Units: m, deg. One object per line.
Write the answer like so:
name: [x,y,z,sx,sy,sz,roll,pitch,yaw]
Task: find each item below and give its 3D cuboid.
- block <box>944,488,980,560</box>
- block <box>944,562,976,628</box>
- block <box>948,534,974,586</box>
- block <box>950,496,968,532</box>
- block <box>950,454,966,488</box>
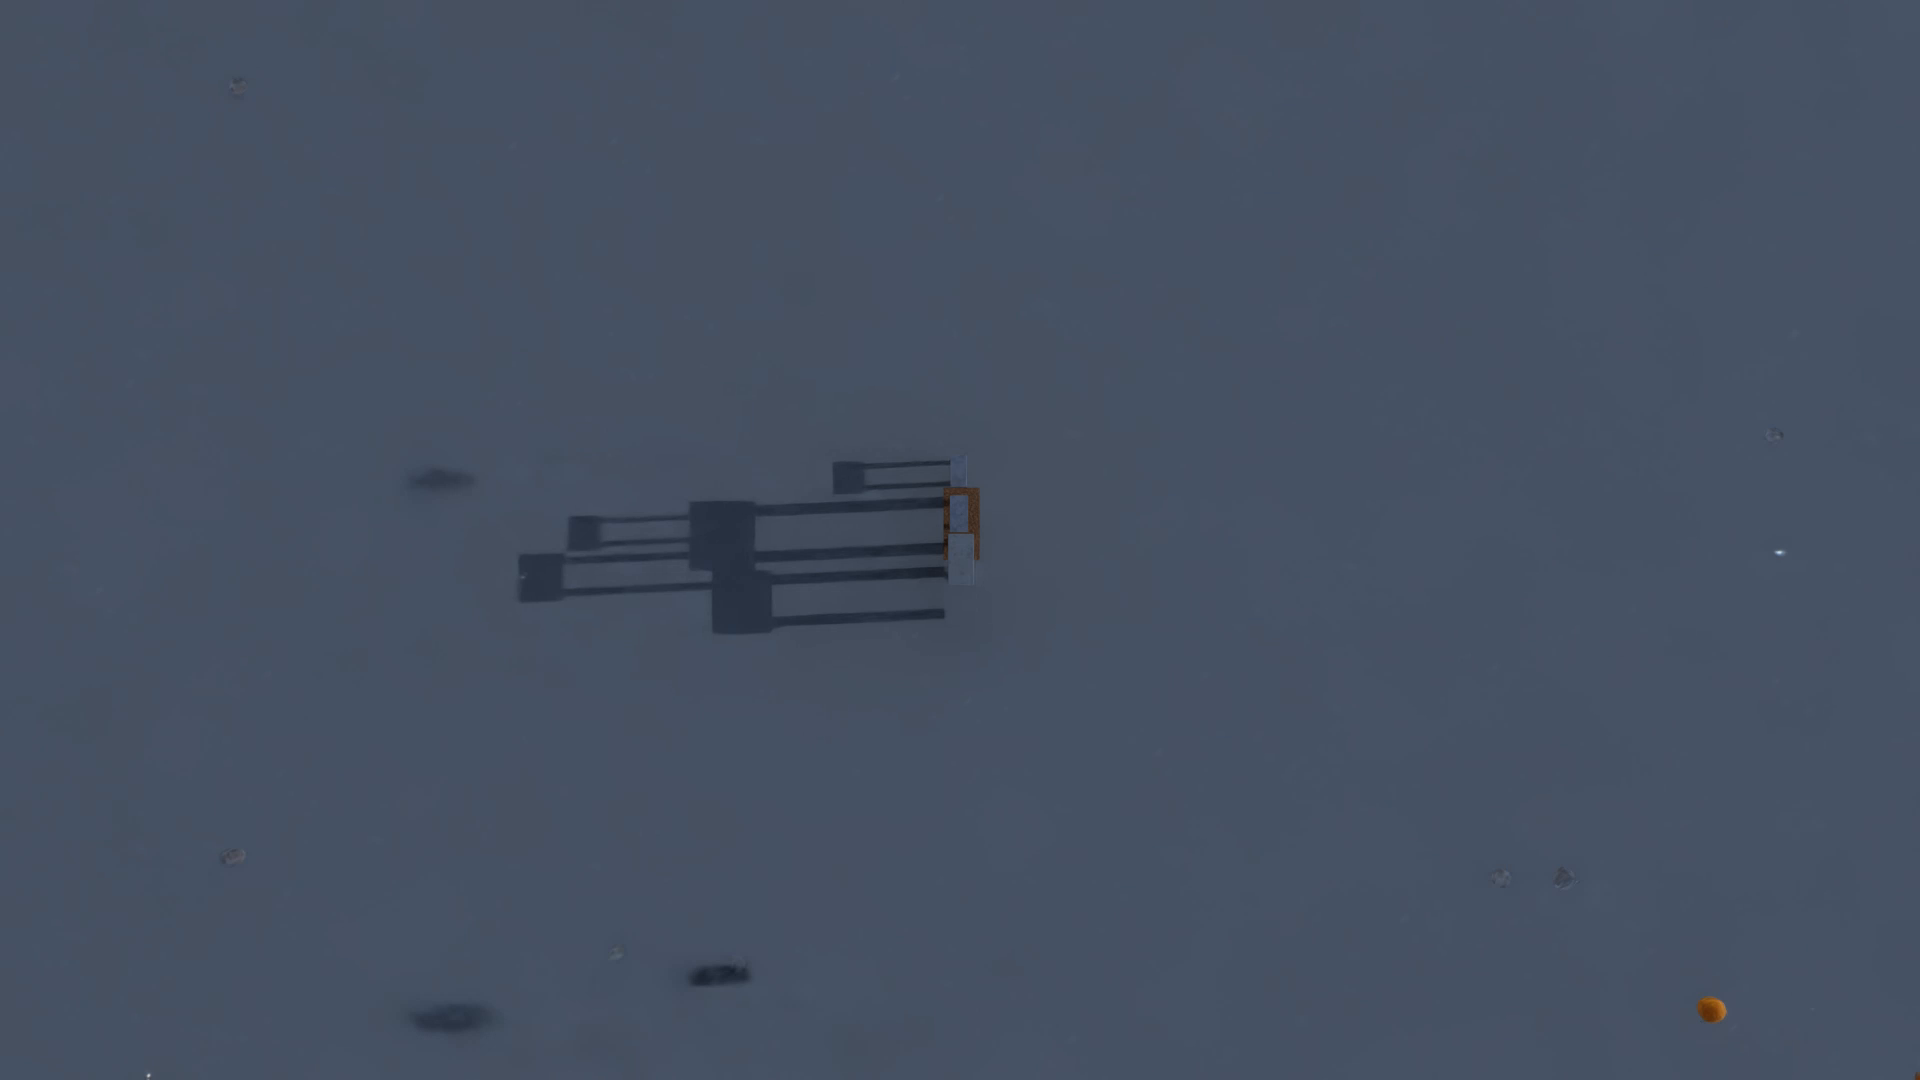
block: [0.005,-0.052,5.254,0.115,0.033,0.229,0,90,0]
block: [0.001,0.173,5.275,0.105,0.030,0.210,0,90,0]
block: [0.003,0.060,5.069,0.079,0.022,0.158,0,90,0]
block: [-0.003,-0.081,5.116,0.057,0.016,0.114,0,90,0]
block: [-0.005,-0.225,5.386,0.053,0.015,0.106,0,90,0]
